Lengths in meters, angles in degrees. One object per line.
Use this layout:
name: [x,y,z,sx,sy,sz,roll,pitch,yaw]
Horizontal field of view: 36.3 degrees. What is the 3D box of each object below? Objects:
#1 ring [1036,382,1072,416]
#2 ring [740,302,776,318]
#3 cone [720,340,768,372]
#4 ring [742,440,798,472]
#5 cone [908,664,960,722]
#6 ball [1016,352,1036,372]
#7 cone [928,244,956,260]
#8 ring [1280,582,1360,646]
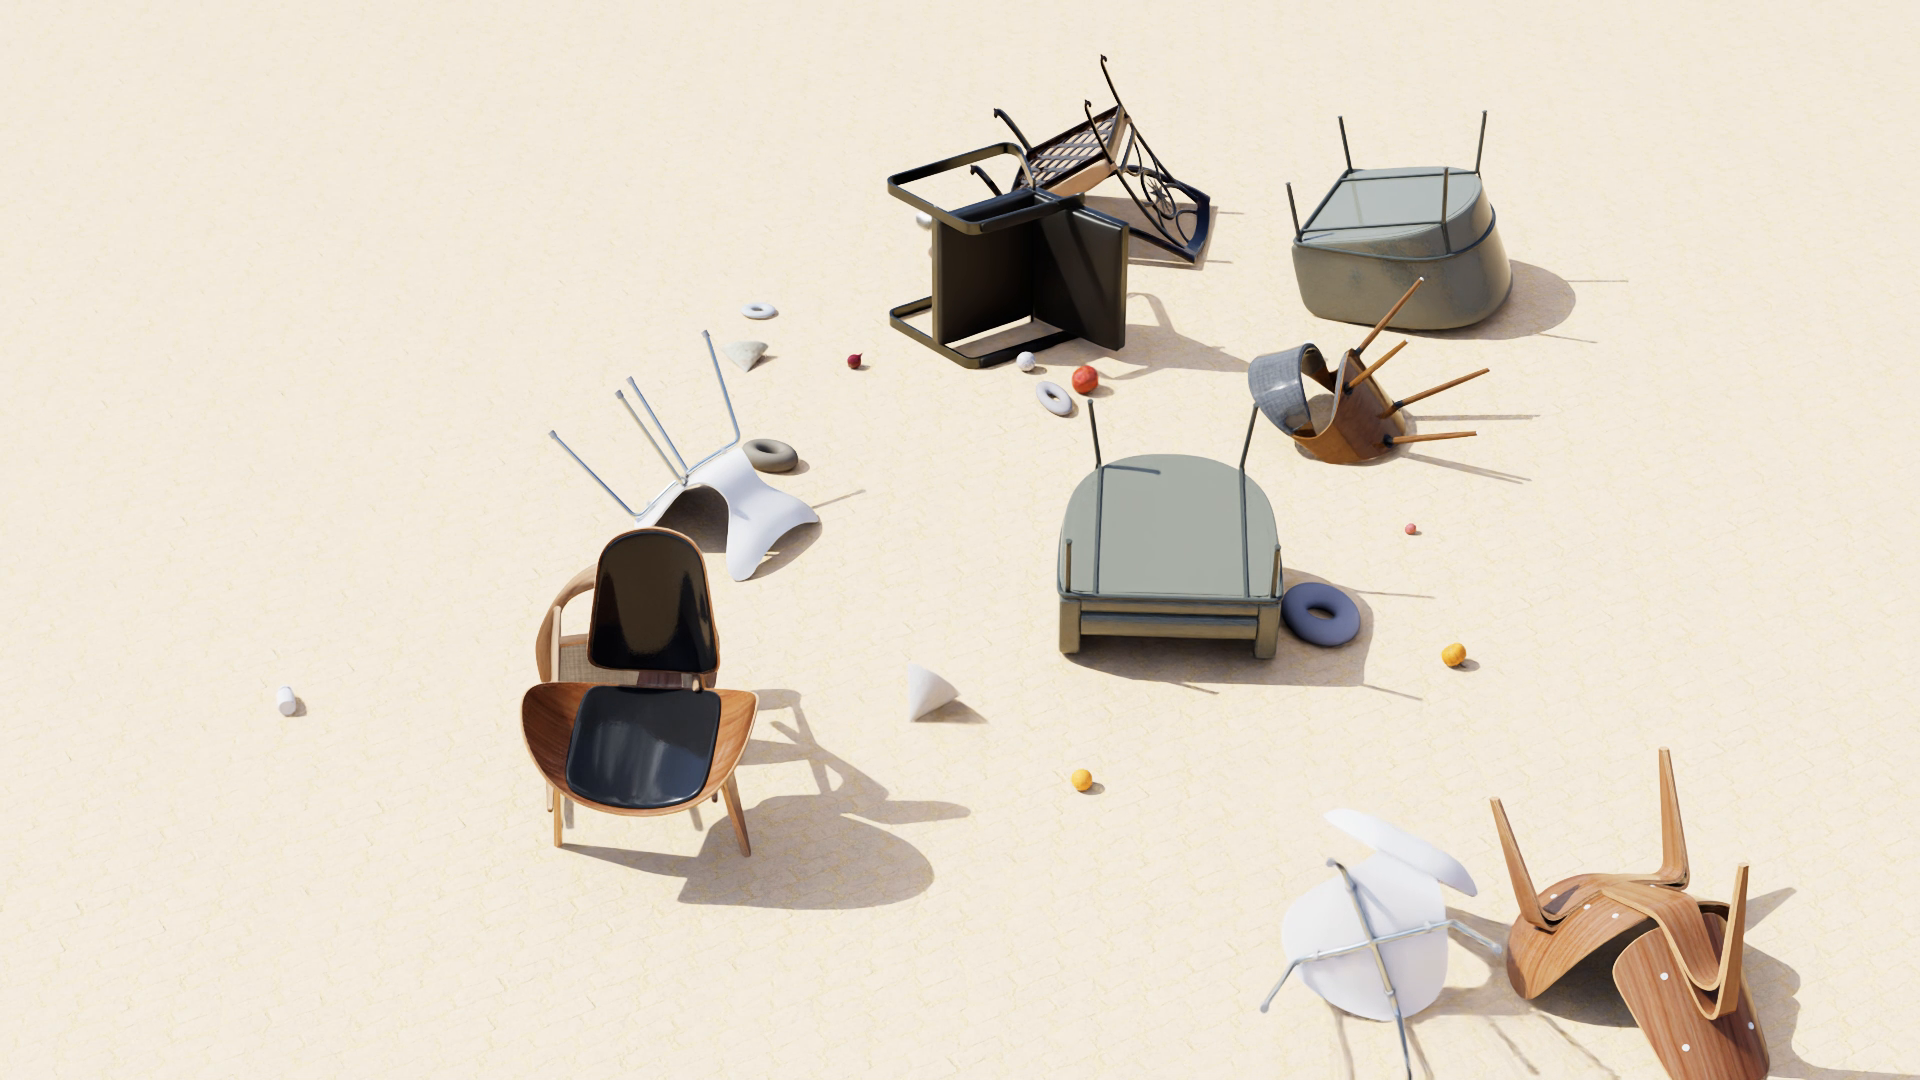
ring: [0.377,-0.570,11.769,0.119,0.045,0.257,-13,35,-17]
ring: [-0.853,-0.970,12.392,0.149,0.028,0.120,1,33,1]
cone: [-0.880,-0.736,12.024,0.198,0.084,0.144,-4,50,-4]
ring: [-0.739,-0.328,11.374,0.235,0.077,0.155,14,34,19]
cone: [-0.129,0.551,10.017,0.208,0.252,0.170,29,78,5]
ball: [0.271,-0.730,11.980,0.080,0.080,0.080,0,33,0]
cone: [-0.083,-1.255,12.822,0.122,0.077,0.047,-5,-6,-3]
ring: [1.287,0.264,10.469,0.272,0.085,0.352,-9,35,-14]
